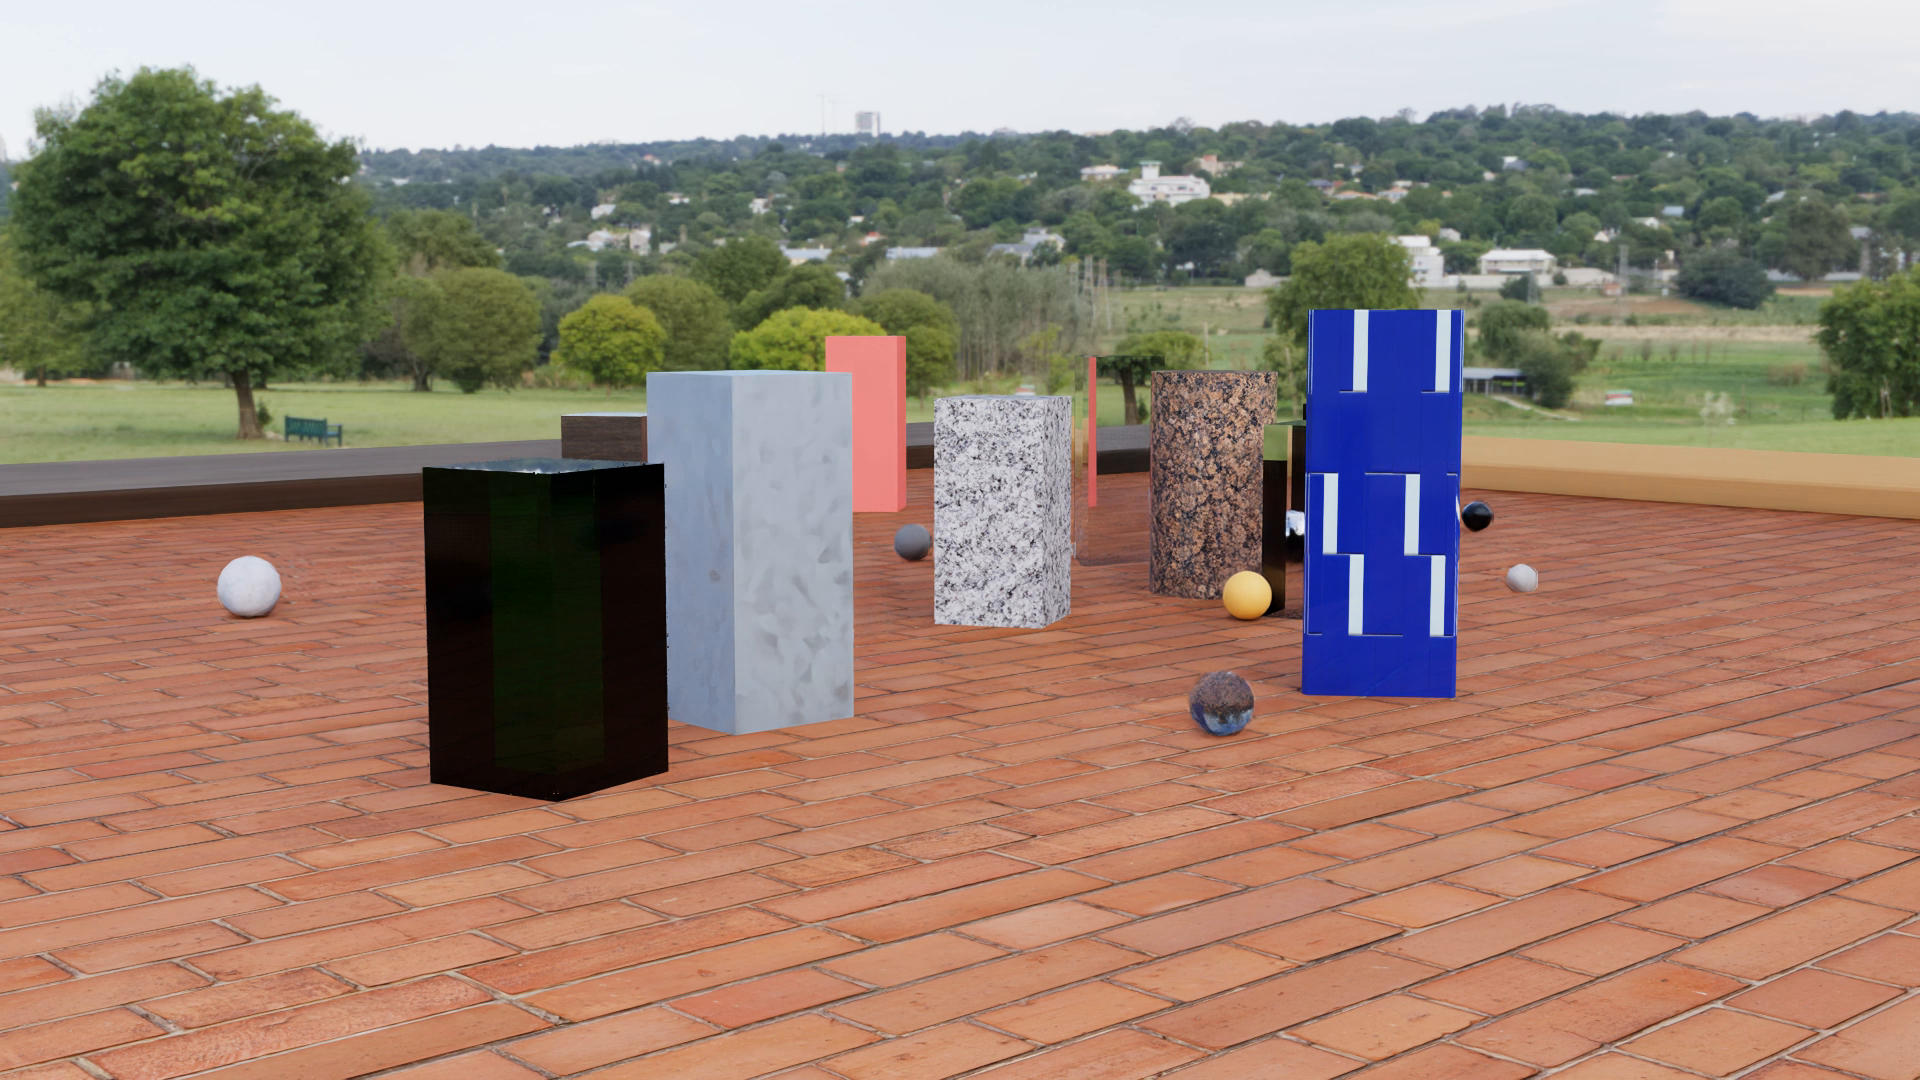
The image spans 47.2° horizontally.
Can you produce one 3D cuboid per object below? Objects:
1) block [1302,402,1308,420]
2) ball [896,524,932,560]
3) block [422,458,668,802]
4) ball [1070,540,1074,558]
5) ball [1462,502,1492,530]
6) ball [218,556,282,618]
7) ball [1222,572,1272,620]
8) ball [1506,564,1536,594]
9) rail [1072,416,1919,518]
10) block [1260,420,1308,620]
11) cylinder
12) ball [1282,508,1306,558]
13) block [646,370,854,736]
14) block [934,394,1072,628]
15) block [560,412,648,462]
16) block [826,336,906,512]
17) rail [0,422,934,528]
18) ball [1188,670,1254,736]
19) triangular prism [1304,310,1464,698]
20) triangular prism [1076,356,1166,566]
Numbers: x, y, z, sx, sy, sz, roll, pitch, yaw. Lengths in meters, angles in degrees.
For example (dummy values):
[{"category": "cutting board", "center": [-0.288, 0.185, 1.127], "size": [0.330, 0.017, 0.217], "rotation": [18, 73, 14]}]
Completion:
[{"category": "block", "center": [0.762, -0.133, 4.277], "size": [0.159, 0.267, 0.159], "rotation": [2, 6, 23]}, {"category": "ball", "center": [-0.083, 0.004, 3.931], "size": [0.066, 0.066, 0.066], "rotation": [0, 6, 0]}, {"category": "block", "center": [-0.392, 0.078, 2.091], "size": [0.159, 0.300, 0.159], "rotation": [4, 7, 32]}, {"category": "ball", "center": [0.180, 0.017, 3.901], "size": [0.047, 0.047, 0.047], "rotation": [0, 6, 0]}, {"category": "ball", "center": [1.049, -0.048, 4.463], "size": [0.059, 0.059, 0.059], "rotation": [0, 6, 0]}, {"category": "ball", "center": [-1.036, 0.068, 3.207], "size": [0.089, 0.089, 0.089], "rotation": [0, 6, 0]}, {"category": "ball", "center": [0.414, 0.080, 3.175], "size": [0.071, 0.071, 0.071], "rotation": [0, 6, 0]}, {"category": "ball", "center": [0.887, 0.061, 3.475], "size": [0.046, 0.046, 0.046], "rotation": [0, 6, 0]}, {"category": "rail", "center": [1.786, -0.137, 4.970], "size": [0.045, 0.129, 4.422], "rotation": [-5, 8, -42]}, {"category": "block", "center": [0.547, -0.031, 3.225], "size": [0.159, 0.281, 0.159], "rotation": [3, 7, 28]}, {"category": "cylinder", "center": [0.401, -0.092, 3.485], "size": [0.199, 0.349, 0.199], "rotation": [0, 6, 0]}, {"category": "ball", "center": [0.627, -0.013, 3.965], "size": [0.092, 0.092, 0.092], "rotation": [0, 6, 0]}, {"category": "block", "center": [-0.229, 0.006, 2.405], "size": [0.159, 0.378, 0.159], "rotation": [-5, 8, -41]}, {"category": "block", "center": [0.063, -0.045, 3.173], "size": [0.159, 0.321, 0.159], "rotation": [2, 6, 17]}, {"category": "block", "center": [-0.654, -0.116, 4.198], "size": [0.159, 0.249, 0.159], "rotation": [1, 6, 12]}, {"category": "block", "center": [-0.210, -0.264, 4.947], "size": [0.159, 0.388, 0.159], "rotation": [1, 6, 6]}, {"category": "rail", "center": [-1.483, -0.133, 4.930], "size": [4.906, 0.129, 0.045], "rotation": [-5, 8, -42]}, {"category": "ball", "center": [0.274, 0.171, 2.312], "size": [0.068, 0.068, 0.068], "rotation": [0, 6, 0]}, {"category": "triangular prism", "center": [0.495, -0.048, 2.601], "size": [0.172, 0.446, 0.149], "rotation": [1, 6, 7]}, {"category": "triangular prism", "center": [0.251, -0.146, 3.931], "size": [0.172, 0.365, 0.149], "rotation": [-4, 7, -32]}]
